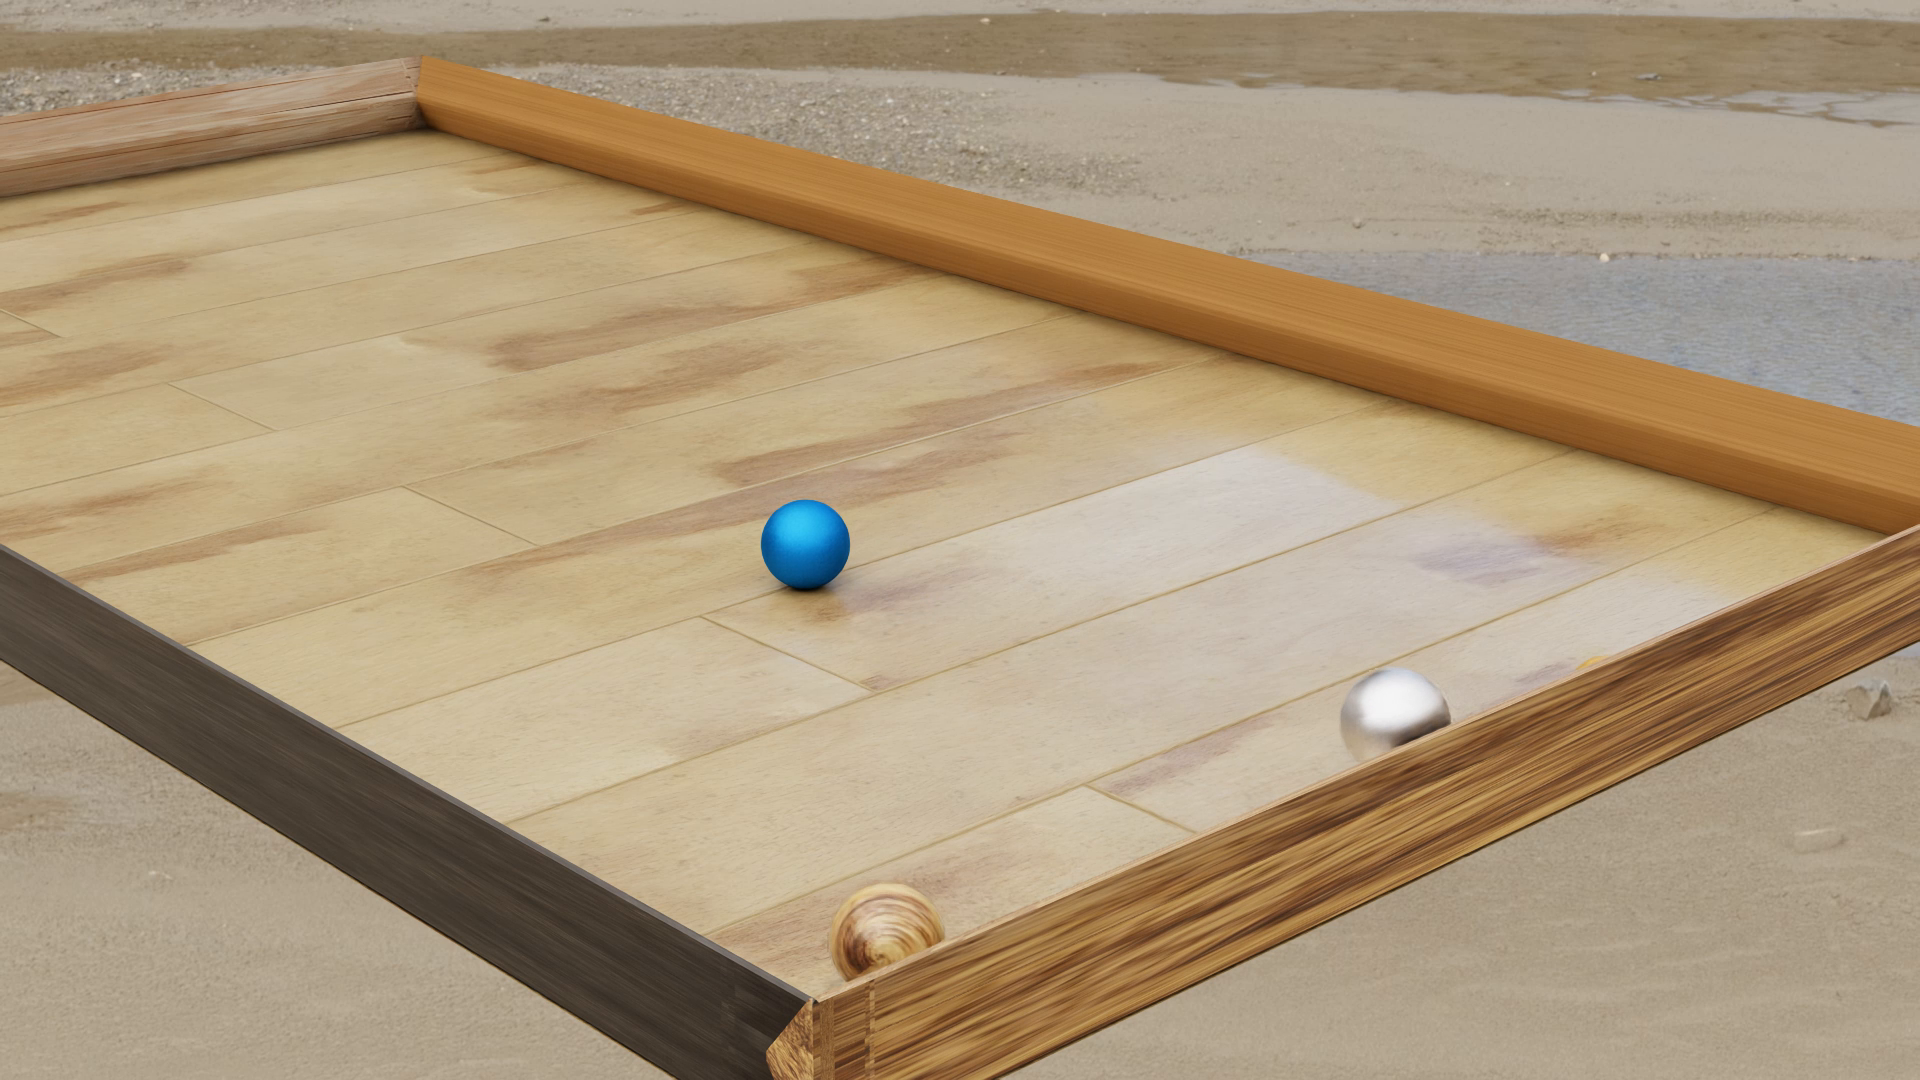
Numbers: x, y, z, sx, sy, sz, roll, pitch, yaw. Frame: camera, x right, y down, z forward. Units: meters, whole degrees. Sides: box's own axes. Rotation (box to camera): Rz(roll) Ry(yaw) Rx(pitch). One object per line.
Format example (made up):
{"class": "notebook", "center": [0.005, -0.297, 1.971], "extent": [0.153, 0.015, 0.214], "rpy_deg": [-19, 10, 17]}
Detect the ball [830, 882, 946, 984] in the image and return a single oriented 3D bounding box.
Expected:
{"class": "ball", "center": [-0.050, 0.274, 2.012], "extent": [0.080, 0.080, 0.080], "rpy_deg": [0, 20, 0]}

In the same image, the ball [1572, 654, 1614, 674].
{"class": "ball", "center": [0.536, 0.128, 2.436], "extent": [0.066, 0.066, 0.066], "rpy_deg": [0, 20, 0]}

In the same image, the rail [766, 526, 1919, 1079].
{"class": "rail", "center": [0.456, 0.152, 2.297], "extent": [1.523, 0.114, 0.045], "rpy_deg": [-17, 26, -39]}

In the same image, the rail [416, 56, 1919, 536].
{"class": "rail", "center": [0.072, -0.362, 3.716], "extent": [0.045, 0.114, 2.791], "rpy_deg": [-17, 26, -39]}

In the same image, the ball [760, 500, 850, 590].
{"class": "ball", "center": [-0.145, 0.004, 2.753], "extent": [0.084, 0.084, 0.084], "rpy_deg": [0, 20, 0]}

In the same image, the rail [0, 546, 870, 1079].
{"class": "rail", "center": [-1.015, -0.023, 2.779], "extent": [0.045, 0.114, 2.791], "rpy_deg": [-17, 26, -39]}

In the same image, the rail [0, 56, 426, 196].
{"class": "rail", "center": [-1.399, -0.536, 4.198], "extent": [1.523, 0.114, 0.045], "rpy_deg": [-17, 26, -39]}

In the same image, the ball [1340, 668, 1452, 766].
{"class": "ball", "center": [0.348, 0.147, 2.353], "extent": [0.088, 0.088, 0.088], "rpy_deg": [0, 20, 0]}
